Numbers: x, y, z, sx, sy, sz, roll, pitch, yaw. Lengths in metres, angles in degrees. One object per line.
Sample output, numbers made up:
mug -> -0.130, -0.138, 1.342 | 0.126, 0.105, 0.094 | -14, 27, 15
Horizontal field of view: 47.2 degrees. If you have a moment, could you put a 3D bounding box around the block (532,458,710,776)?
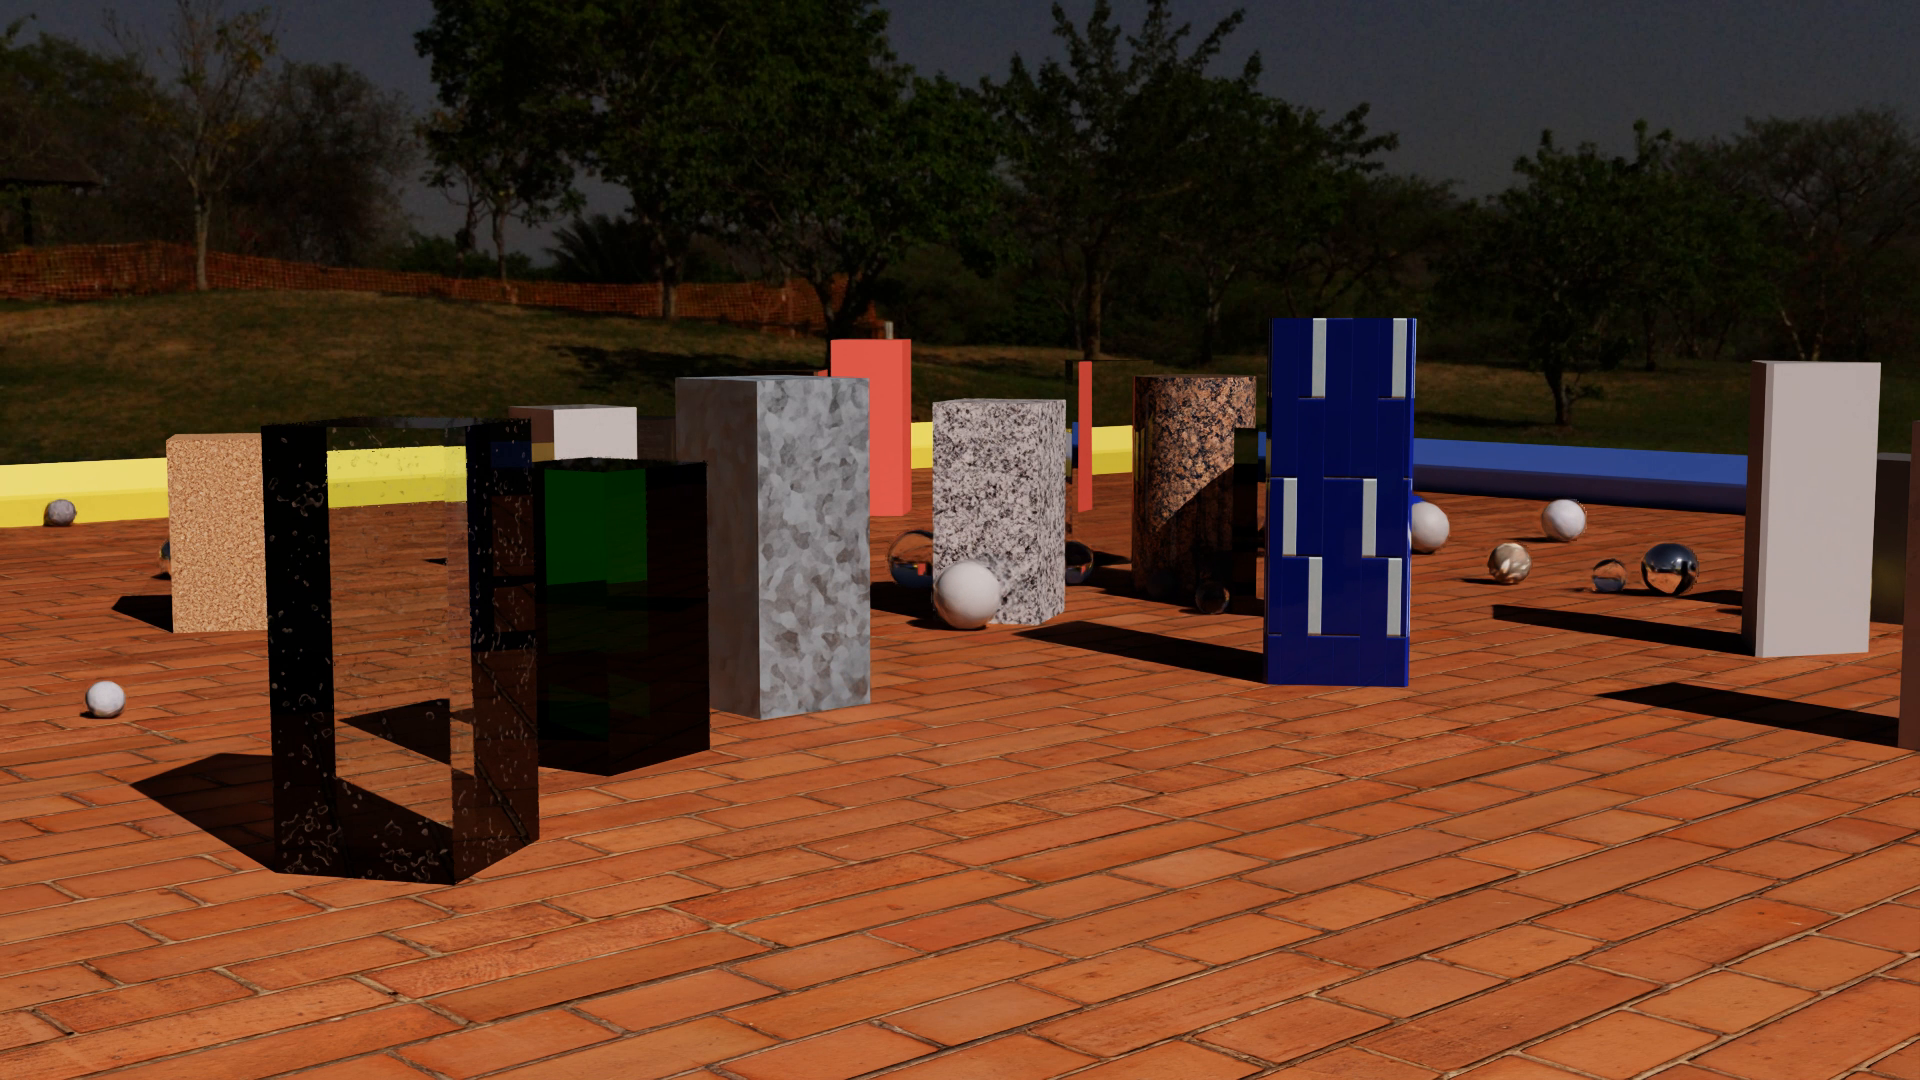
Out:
block -> -0.360, 0.070, 2.191 | 0.155, 0.292, 0.155 | 4, 7, 32

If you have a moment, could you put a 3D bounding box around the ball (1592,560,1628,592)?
ball -> 1.023, 0.057, 3.462 | 0.053, 0.053, 0.053 | 0, 6, 0

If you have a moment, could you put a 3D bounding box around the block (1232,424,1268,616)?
block -> 0.503, -0.030, 3.234 | 0.155, 0.273, 0.155 | 3, 7, 28

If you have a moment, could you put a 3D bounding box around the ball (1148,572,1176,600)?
ball -> 0.310, 0.071, 3.374 | 0.044, 0.044, 0.044 | 0, 6, 0

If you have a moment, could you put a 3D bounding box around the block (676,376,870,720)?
block -> -0.211, 0.001, 2.480 | 0.155, 0.368, 0.155 | -5, 8, -41

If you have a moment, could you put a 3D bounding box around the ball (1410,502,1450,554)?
ball -> 0.845, -0.022, 4.014 | 0.094, 0.094, 0.094 | 0, 6, 0

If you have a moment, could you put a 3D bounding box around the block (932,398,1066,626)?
block -> 0.058, -0.045, 3.186 | 0.155, 0.312, 0.155 | 2, 6, 17

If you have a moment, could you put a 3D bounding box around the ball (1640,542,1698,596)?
ball -> 1.102, 0.046, 3.420 | 0.084, 0.084, 0.084 | 0, 6, 0

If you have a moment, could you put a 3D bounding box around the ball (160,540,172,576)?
ball -> -1.289, 0.030, 3.639 | 0.069, 0.069, 0.069 | 0, 6, 0

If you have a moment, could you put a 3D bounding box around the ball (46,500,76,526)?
ball -> -1.843, -0.055, 4.511 | 0.057, 0.057, 0.057 | 0, 6, 0

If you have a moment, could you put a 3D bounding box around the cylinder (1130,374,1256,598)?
cylinder -> 0.368, -0.089, 3.473 | 0.193, 0.340, 0.193 | 0, 6, 0

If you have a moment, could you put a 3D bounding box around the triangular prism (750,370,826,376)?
triangular prism -> -0.318, -0.188, 4.509 | 0.167, 0.320, 0.145 | 4, 7, 33

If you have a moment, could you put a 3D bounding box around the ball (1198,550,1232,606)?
ball -> 0.402, 0.057, 3.308 | 0.085, 0.085, 0.085 | 0, 6, 0

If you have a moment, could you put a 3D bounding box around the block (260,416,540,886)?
block -> -0.448, 0.082, 1.779 | 0.155, 0.354, 0.155 | 2, 6, 14

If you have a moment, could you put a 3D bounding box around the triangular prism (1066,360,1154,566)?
triangular prism -> 0.230, -0.140, 3.883 | 0.167, 0.355, 0.145 | -4, 7, -32

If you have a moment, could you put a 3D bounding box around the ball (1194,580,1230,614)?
ball -> 0.369, 0.084, 3.214 | 0.051, 0.051, 0.051 | 0, 6, 0

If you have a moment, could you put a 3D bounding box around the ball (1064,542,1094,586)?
ball -> 0.182, 0.038, 3.555 | 0.071, 0.071, 0.071 | 0, 6, 0

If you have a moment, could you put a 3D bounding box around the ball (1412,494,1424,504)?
ball -> 0.891, -0.051, 4.360 | 0.080, 0.080, 0.080 | 0, 6, 0

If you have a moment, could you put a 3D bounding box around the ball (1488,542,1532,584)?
ball -> 0.891, 0.038, 3.564 | 0.068, 0.068, 0.068 | 0, 6, 0

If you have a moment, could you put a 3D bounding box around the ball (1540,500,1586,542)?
ball -> 1.156, -0.037, 4.214 | 0.082, 0.082, 0.082 | 0, 6, 0

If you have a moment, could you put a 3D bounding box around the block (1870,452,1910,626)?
block -> 1.366, -0.003, 3.174 | 0.155, 0.232, 0.155 | -5, 8, -41

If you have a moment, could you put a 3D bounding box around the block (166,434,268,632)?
block -> -1.030, -0.014, 3.113 | 0.155, 0.266, 0.155 | -2, 6, -15

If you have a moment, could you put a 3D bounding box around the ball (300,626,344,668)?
ball -> -0.794, 0.133, 2.737 | 0.053, 0.053, 0.053 | 0, 6, 0

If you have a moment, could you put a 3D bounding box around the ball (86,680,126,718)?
ball -> -0.933, 0.174, 2.400 | 0.041, 0.041, 0.041 | 0, 6, 0

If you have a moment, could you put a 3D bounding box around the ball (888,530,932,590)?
ball -> -0.067, 0.032, 3.492 | 0.096, 0.096, 0.096 | 0, 6, 0

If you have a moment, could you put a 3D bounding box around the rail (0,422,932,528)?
rail -> -1.460, -0.133, 4.905 | 4.509, 0.126, 0.045 | -6, 8, -42

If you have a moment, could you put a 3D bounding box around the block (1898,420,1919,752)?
block -> 1.063, 0.048, 2.205 | 0.155, 0.333, 0.155 | -4, 7, -36

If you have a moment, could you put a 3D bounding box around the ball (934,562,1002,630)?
ball -> 0.011, 0.078, 3.064 | 0.094, 0.094, 0.094 | 0, 6, 0

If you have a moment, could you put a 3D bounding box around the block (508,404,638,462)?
block -> -0.648, -0.082, 3.688 | 0.155, 0.282, 0.155 | -5, 8, -39

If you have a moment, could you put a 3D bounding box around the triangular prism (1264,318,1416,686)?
triangular prism -> 0.455, -0.051, 2.660 | 0.167, 0.434, 0.145 | 1, 6, 7

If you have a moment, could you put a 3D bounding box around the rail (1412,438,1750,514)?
rail -> 1.640, -0.125, 4.837 | 0.045, 0.126, 4.353 | -6, 8, -42

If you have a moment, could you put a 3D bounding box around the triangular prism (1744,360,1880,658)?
triangular prism -> 1.084, -0.046, 2.894 | 0.167, 0.376, 0.145 | -2, 6, -17

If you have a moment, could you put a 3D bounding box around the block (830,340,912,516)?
block -> -0.193, -0.249, 4.815 | 0.155, 0.378, 0.155 | 1, 6, 6

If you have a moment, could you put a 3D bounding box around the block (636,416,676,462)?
block -> -0.601, -0.109, 4.127 | 0.155, 0.243, 0.155 | 1, 6, 12
